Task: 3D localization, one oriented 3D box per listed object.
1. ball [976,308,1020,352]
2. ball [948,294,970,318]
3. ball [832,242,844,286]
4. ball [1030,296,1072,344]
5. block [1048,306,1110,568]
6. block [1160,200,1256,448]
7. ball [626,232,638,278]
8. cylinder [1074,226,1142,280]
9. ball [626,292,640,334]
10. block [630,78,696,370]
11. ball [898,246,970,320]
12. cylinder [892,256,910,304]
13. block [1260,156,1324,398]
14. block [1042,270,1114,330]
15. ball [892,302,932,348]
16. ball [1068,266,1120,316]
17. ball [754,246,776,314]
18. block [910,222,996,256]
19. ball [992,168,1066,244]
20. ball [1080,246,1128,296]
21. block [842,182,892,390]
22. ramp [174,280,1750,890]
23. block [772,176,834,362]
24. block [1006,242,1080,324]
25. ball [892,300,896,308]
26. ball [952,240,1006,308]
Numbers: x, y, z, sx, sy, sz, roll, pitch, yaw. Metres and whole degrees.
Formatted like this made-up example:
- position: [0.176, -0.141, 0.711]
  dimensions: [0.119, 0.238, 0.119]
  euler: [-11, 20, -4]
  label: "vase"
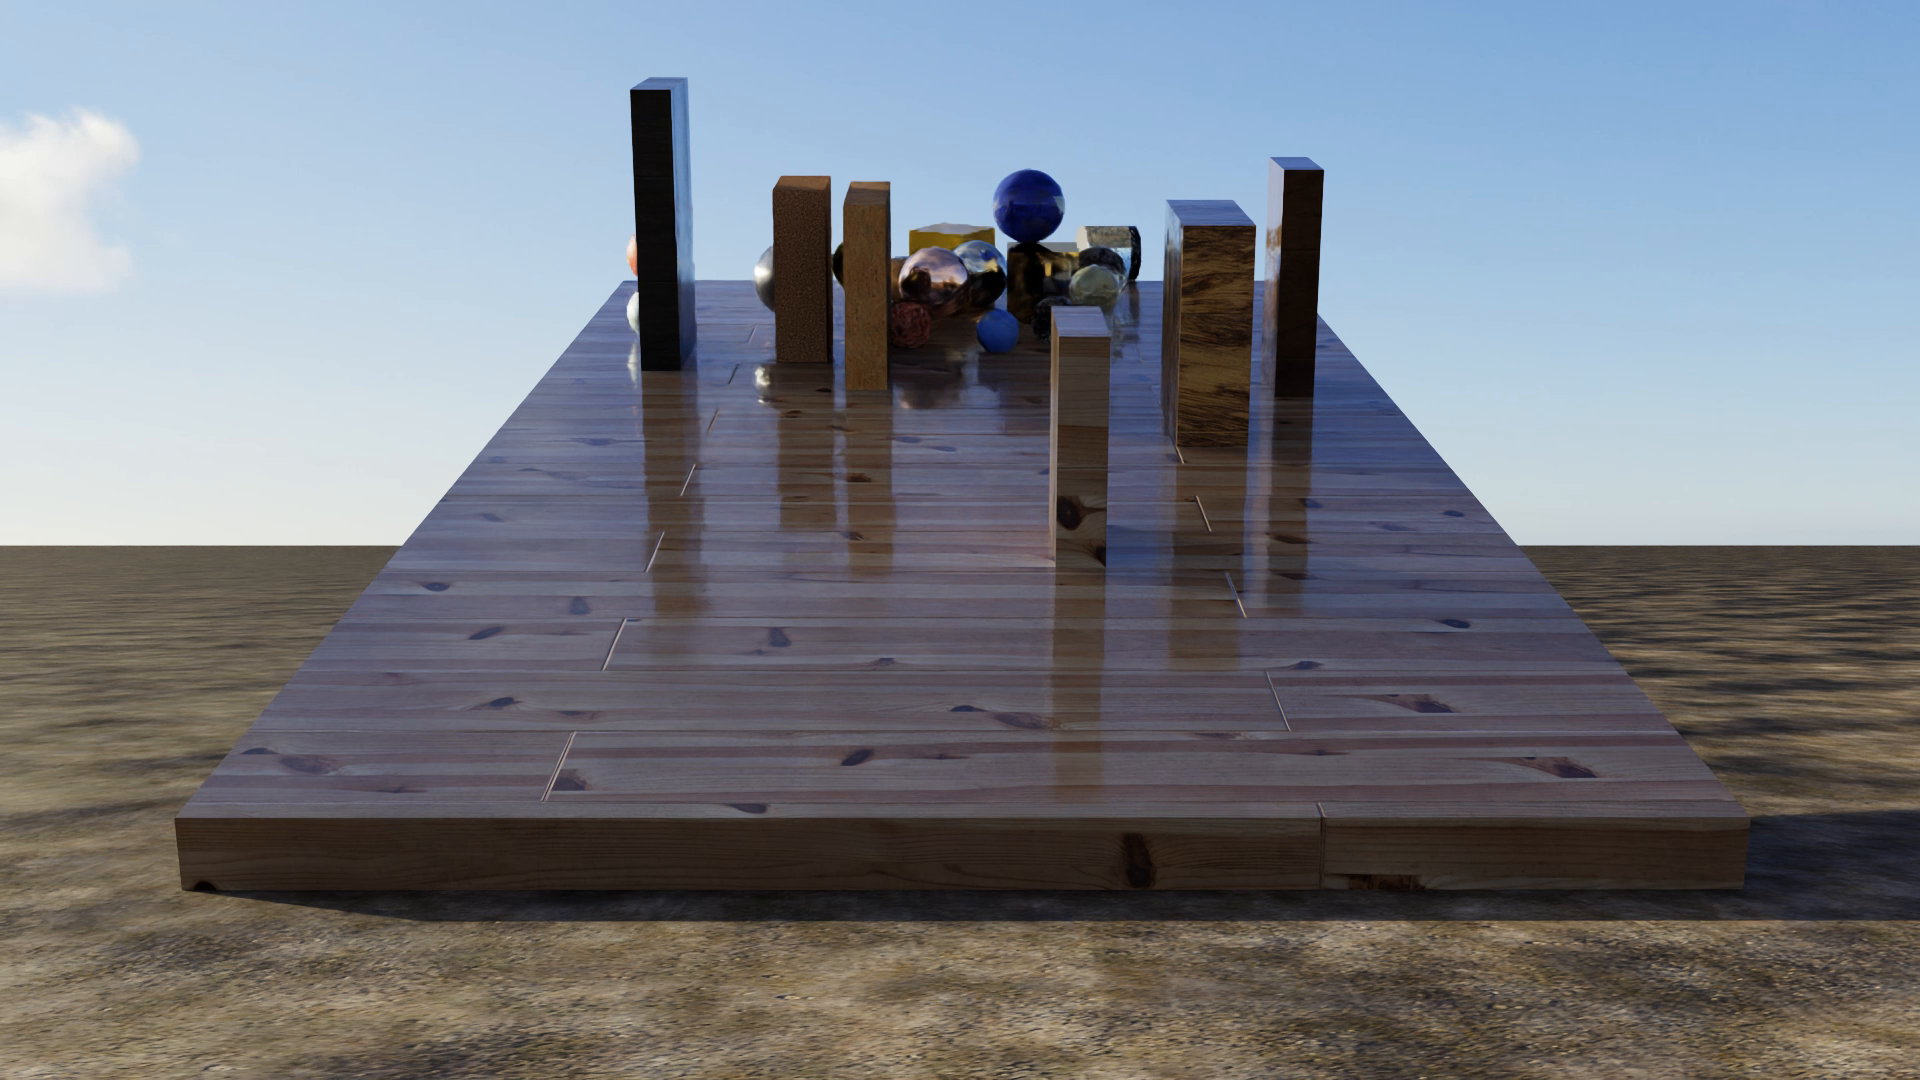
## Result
- position: [0.096, -0.529, 5.600]
  dimensions: [0.111, 0.111, 0.111]
  euler: [0, 0, 0]
  label: "ball"
- position: [-0.031, -0.666, 6.054]
  dimensions: [0.117, 0.117, 0.117]
  euler: [0, 0, 0]
  label: "ball"
- position: [-0.255, -0.701, 5.626]
  dimensions: [0.141, 0.141, 0.141]
  euler: [0, 0, 0]
  label: "ball"
- position: [0.244, -0.565, 5.697]
  dimensions: [0.126, 0.126, 0.126]
  euler: [0, 0, 0]
  label: "ball"
- position: [0.209, -0.188, 3.920]
  dimensions: [0.087, 0.406, 0.282]
  euler: [0, 16, 0]
  label: "block"
- position: [0.531, -0.475, 4.788]
  dimensions: [0.150, 0.468, 0.390]
  euler: [0, 16, 0]
  label: "block"
- position: [-0.783, -0.746, 5.773]
  dimensions: [0.169, 0.169, 0.169]
  euler: [0, 0, 0]
  label: "ball"
- position: [0.442, -0.861, 6.642]
  dimensions: [0.164, 0.164, 0.164]
  euler: [-1, 0, -13]
  label: "cylinder"
- position: [-0.802, -0.594, 5.777]
  dimensions: [0.133, 0.133, 0.133]
  euler: [0, 0, 0]
  label: "ball"
- position: [-0.730, -0.786, 5.471]
  dimensions: [0.096, 0.675, 0.353]
  euler: [0, 16, 0]
  label: "block"
- position: [-0.066, -0.666, 5.739]
  dimensions: [0.187, 0.187, 0.187]
  euler: [0, 0, 0]
  label: "ball"
- position: [-0.158, -0.675, 5.973]
  dimensions: [0.177, 0.177, 0.177]
  euler: [-8, 4, -26]
  label: "cylinder"
- position: [0.774, -0.617, 5.171]
  dimensions: [0.090, 0.523, 0.245]
  euler: [0, 16, 0]
  label: "block"
- position: [0.315, -0.629, 5.878]
  dimensions: [0.146, 0.146, 0.146]
  euler: [7, 18, 24]
  label: "block"
- position: [-0.132, -0.548, 5.646]
  dimensions: [0.121, 0.121, 0.121]
  euler: [0, 0, 0]
  label: "ball"
- position: [0.337, -0.626, 5.570]
  dimensions: [0.131, 0.131, 0.131]
  euler: [0, 0, 0]
  label: "ball"
- position: [-0.441, -0.689, 5.838]
  dimensions: [0.204, 0.204, 0.204]
  euler: [0, 0, 0]
  label: "ball"
- position: [-0.021, -0.816, 6.449]
  dimensions: [0.181, 0.181, 0.181]
  euler: [10, 19, 31]
  label: "block"
- position: [0.188, -0.917, 6.078]
  dimensions: [0.201, 0.201, 0.201]
  euler: [0, 0, 0]
  label: "ball"
- position: [0.386, -0.739, 6.204]
  dimensions: [0.168, 0.168, 0.168]
  euler: [0, 0, 0]
  label: "ball"
- position: [-0.220, -0.621, 5.340]
  dimensions: [0.098, 0.434, 0.425]
  euler: [0, 16, 0]
  label: "block"
- position: [-0.002, -0.166, 4.740]
  dimensions: [2.000, 0.100, 4.000]
  euler: [0, 16, 0]
  label: "ramp"
- position: [-0.394, -0.688, 5.582]
  dimensions: [0.127, 0.425, 0.287]
  euler: [0, 16, 0]
  label: "block"
- position: [0.225, -0.706, 6.057]
  dimensions: [0.192, 0.192, 0.192]
  euler: [0, 16, 0]
  label: "block"
- position: [-0.215, -0.576, 5.734]
  dimensions: [0.124, 0.124, 0.124]
  euler: [0, 0, 0]
  label: "ball"
- position: [0.044, -0.746, 6.202]
  dimensions: [0.186, 0.186, 0.186]
  euler: [0, 0, 0]
  label: "ball"
